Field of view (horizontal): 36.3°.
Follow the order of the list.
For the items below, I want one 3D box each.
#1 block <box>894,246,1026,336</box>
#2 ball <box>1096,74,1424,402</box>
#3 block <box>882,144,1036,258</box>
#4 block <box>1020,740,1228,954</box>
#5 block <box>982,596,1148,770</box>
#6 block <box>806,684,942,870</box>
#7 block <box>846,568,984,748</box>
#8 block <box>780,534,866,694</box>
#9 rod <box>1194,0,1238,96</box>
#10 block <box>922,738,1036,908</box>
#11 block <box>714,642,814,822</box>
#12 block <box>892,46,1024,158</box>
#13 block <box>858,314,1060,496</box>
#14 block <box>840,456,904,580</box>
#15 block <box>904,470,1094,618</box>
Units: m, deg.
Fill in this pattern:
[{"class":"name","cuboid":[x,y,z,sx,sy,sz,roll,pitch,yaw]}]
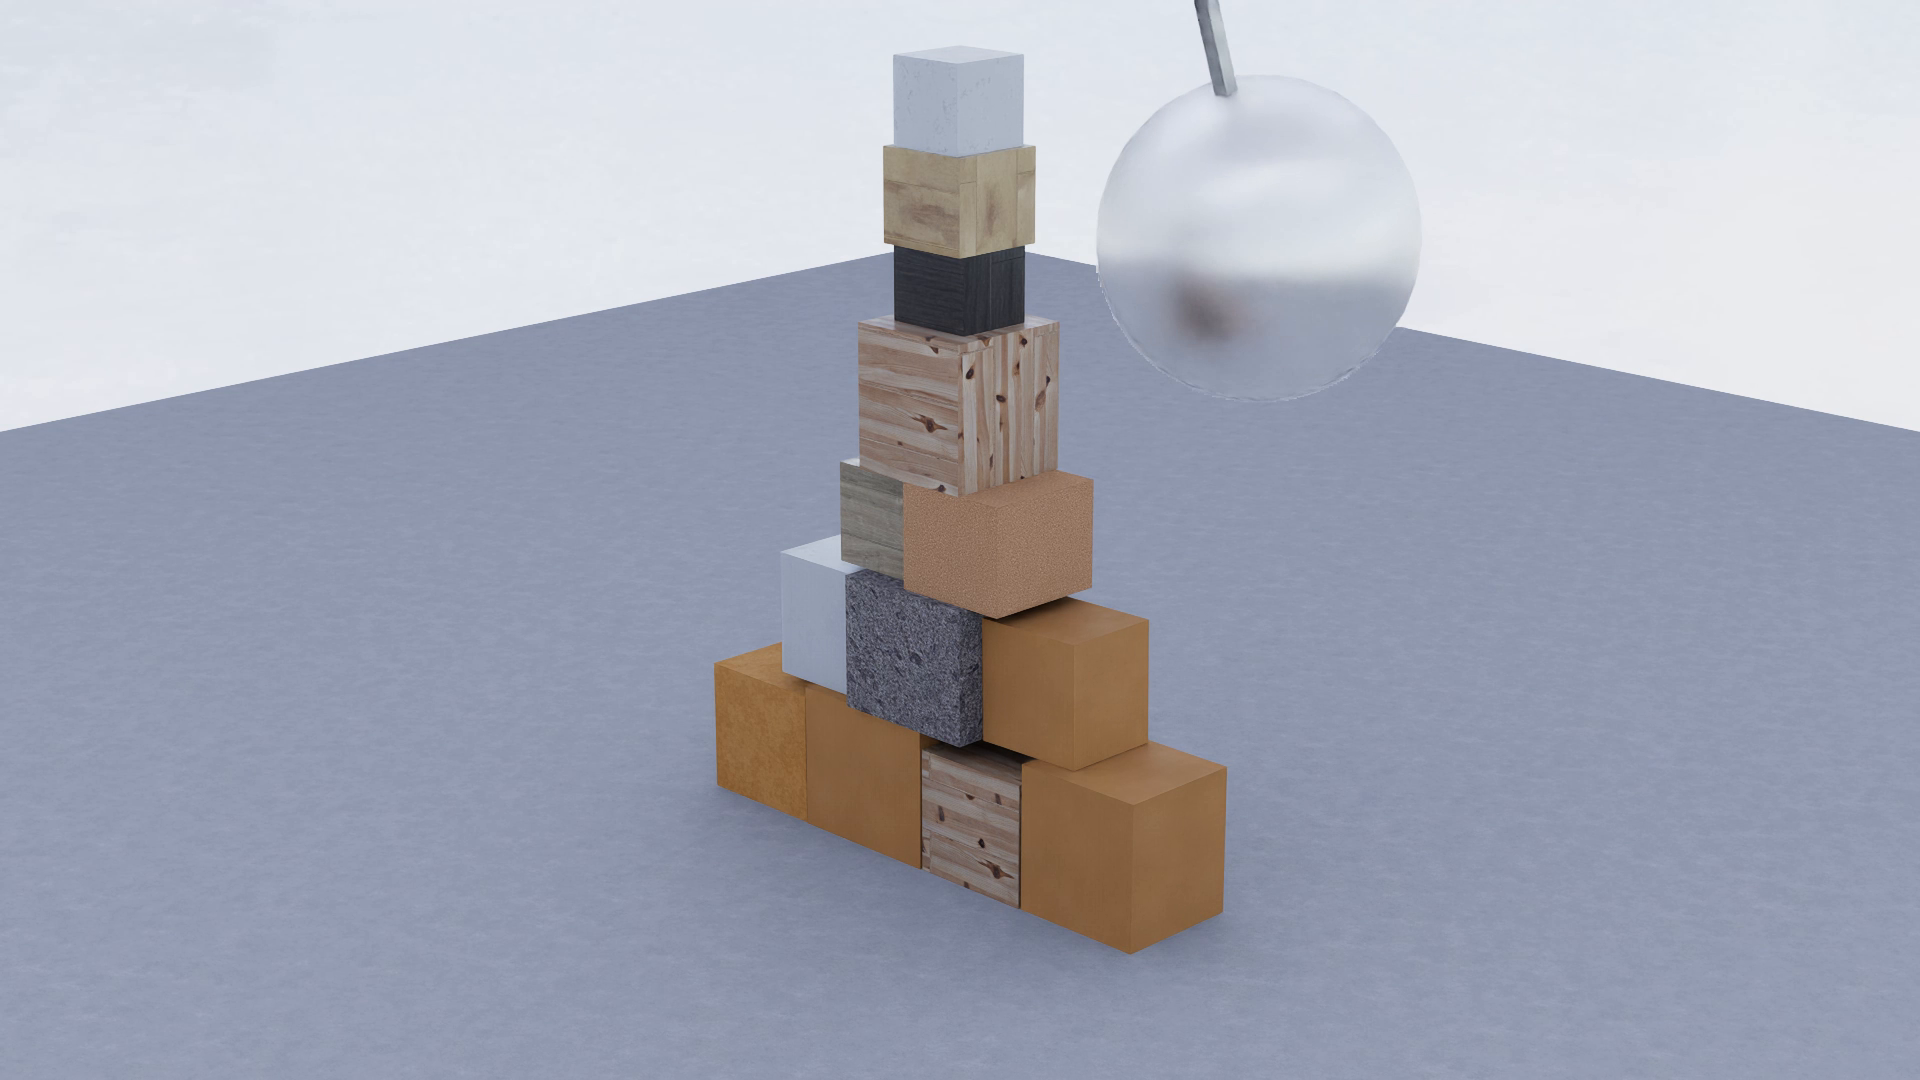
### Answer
[{"class":"block","cuboid":[-0.003,-1.140,12.980,0.381,0.354,0.439,-17,24,-42]},{"class":"ball","cuboid":[1.467,-1.482,14.414,1.600,1.600,1.600,0,17,0]},{"class":"block","cuboid":[-0.003,-1.515,12.863,0.470,0.432,0.475,-17,24,-42]},{"class":"block","cuboid":[0.722,1.322,12.976,0.616,0.696,0.657,-17,24,-42]},{"class":"block","cuboid":[0.470,0.626,13.069,0.487,0.579,0.557,-17,23,-42]},{"class":"block","cuboid":[-0.220,1.035,13.895,0.669,0.693,0.771,-17,24,-42]},{"class":"block","cuboid":[-0.016,0.469,13.477,0.698,0.638,0.738,-17,24,-42]},{"class":"block","cuboid":[-0.457,0.341,13.945,0.561,0.602,0.550,-17,24,-42]},{"class":"rod","cuboid":[0.636,-4.276,12.664,0.080,5.200,0.080,17,44,42]},{"class":"block","cuboid":[0.266,1.235,13.427,0.630,0.593,0.612,-17,24,-42]},{"class":"block","cuboid":[-0.740,0.908,14.386,0.638,0.641,0.661,-17,24,-42]},{"class":"block","cuboid":[-0.006,-1.910,12.735,0.409,0.398,0.394,-17,24,-42]},{"class":"block","cuboid":[-0.005,-0.646,13.133,0.639,0.681,0.628,-17,24,-42]},{"class":"block","cuboid":[-0.200,-0.133,13.532,0.496,0.478,0.498,-17,24,-42]},{"class":"block","cuboid":[0.171,-0.024,13.137,0.615,0.507,0.586,-17,24,-42]}]
